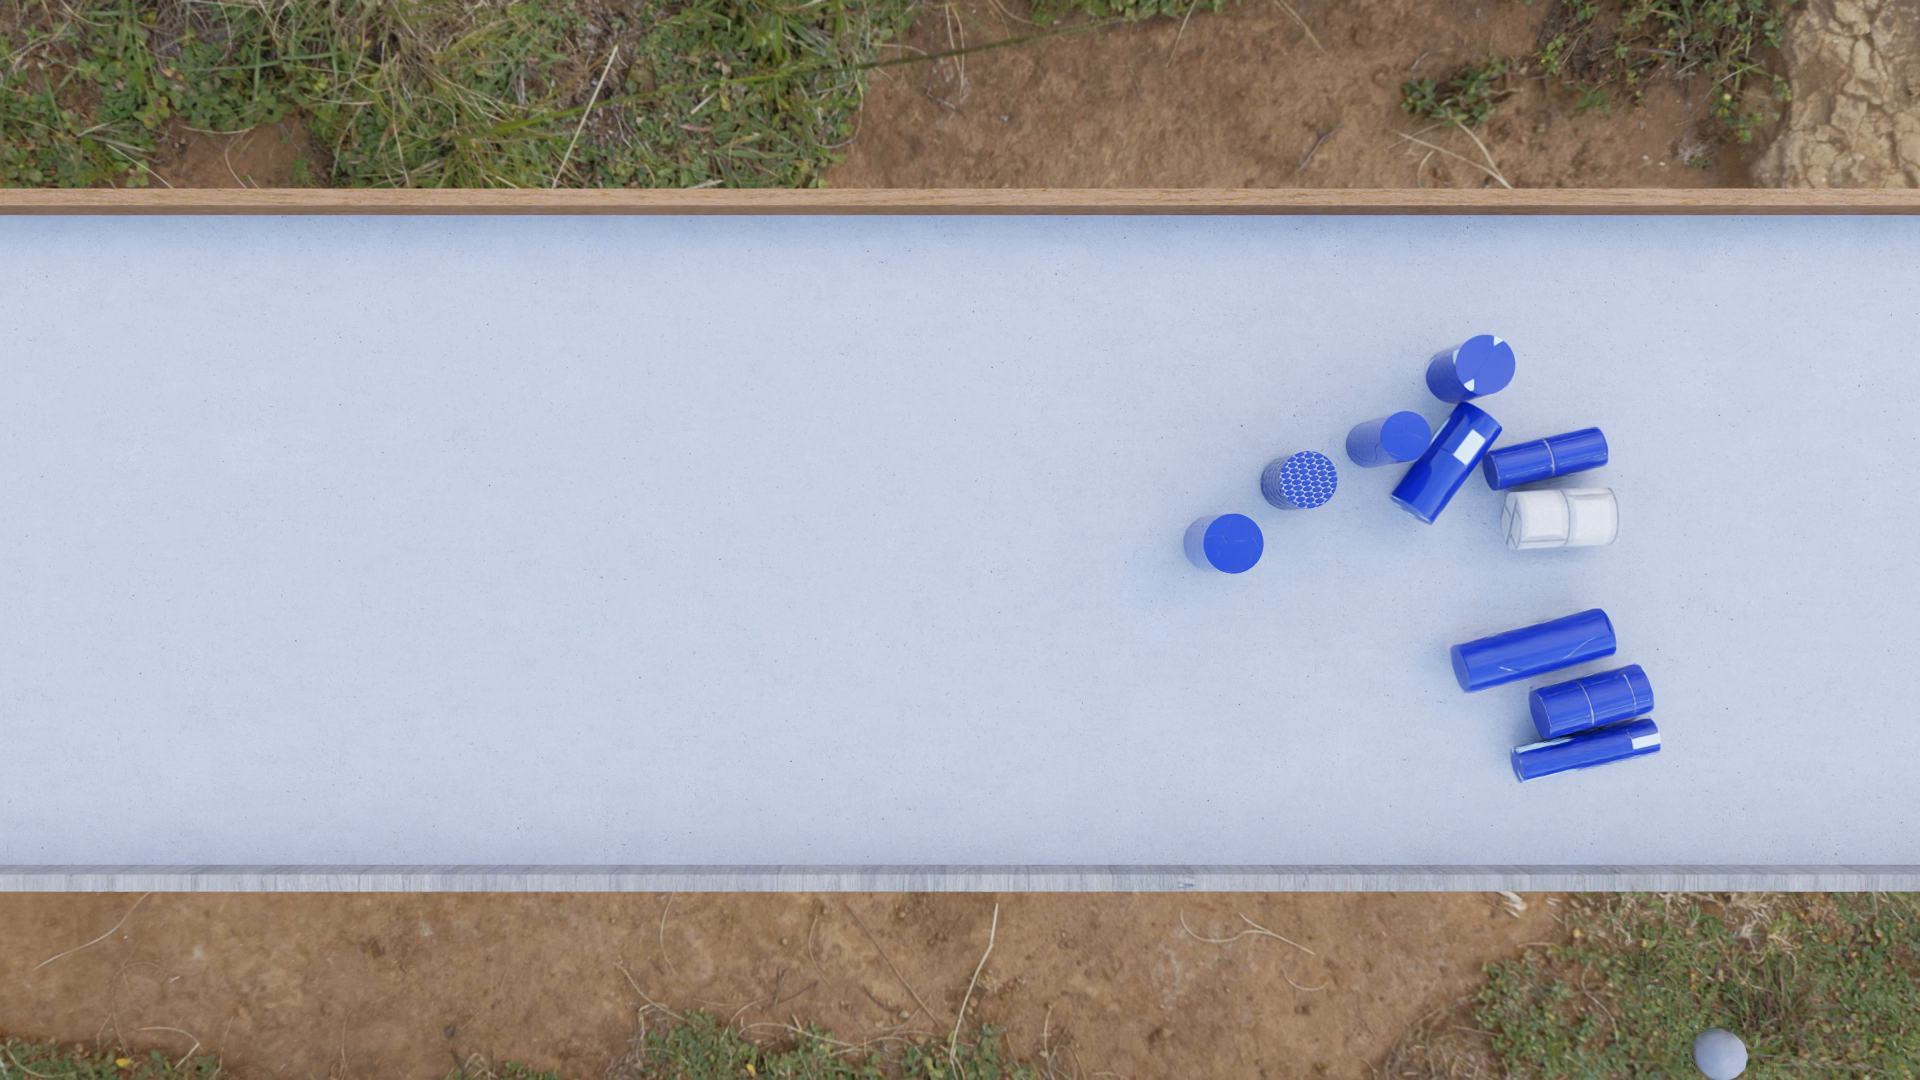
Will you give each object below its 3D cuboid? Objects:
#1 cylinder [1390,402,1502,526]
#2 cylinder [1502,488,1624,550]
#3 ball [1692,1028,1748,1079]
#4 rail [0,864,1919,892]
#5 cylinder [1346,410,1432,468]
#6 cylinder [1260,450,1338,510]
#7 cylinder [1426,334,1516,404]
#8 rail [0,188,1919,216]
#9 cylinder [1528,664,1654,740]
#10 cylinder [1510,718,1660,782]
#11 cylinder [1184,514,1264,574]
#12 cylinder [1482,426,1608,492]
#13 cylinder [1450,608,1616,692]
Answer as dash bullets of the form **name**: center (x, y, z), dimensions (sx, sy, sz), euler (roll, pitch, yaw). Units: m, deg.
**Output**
- **cylinder**: center (1.473, -0.232, 5.000), dimensions (0.152, 0.152, 0.355), euler (37, 90, 0)
- **cylinder**: center (1.819, -0.065, 4.989), dimensions (0.305, 0.175, 0.175), euler (-3, 90, 0)
- **ball**: center (4.007, 2.712, 8.702), dimensions (0.266, 0.266, 0.266), euler (0, 90, 0)
- **rail**: center (-2.247, 1.025, 5.001), dimensions (12.000, 0.150, 0.050), euler (0, 90, 0)
- **cylinder**: center (1.258, -0.293, 4.865), dimensions (0.142, 0.424, 0.142), euler (0, 90, 0)
- **cylinder**: center (1.008, -0.174, 4.922), dimensions (0.167, 0.309, 0.167), euler (0, 90, 0)
- **cylinder**: center (1.520, -0.507, 4.923), dimensions (0.174, 0.307, 0.174), euler (0, 90, 0)
- **rail**: center (-2.247, -1.025, 5.002), dimensions (12.000, 0.150, 0.050), euler (0, 90, 0)
- **cylinder**: center (1.912, 0.489, 5.000), dimensions (0.320, 0.152, 0.152), euler (-15, 90, 0)
- **cylinder**: center (1.903, 0.639, 5.024), dimensions (0.424, 0.105, 0.105), euler (-13, 90, 0)
- **cylinder**: center (0.773, 0.010, 4.869), dimensions (0.171, 0.415, 0.171), euler (0, 90, 0)
- **cylinder**: center (1.778, -0.246, 5.014), dimensions (0.341, 0.124, 0.124), euler (-13, 90, 0)
- **cylinder**: center (1.736, 0.333, 5.004), dimensions (0.454, 0.146, 0.146), euler (-15, 90, 0)
